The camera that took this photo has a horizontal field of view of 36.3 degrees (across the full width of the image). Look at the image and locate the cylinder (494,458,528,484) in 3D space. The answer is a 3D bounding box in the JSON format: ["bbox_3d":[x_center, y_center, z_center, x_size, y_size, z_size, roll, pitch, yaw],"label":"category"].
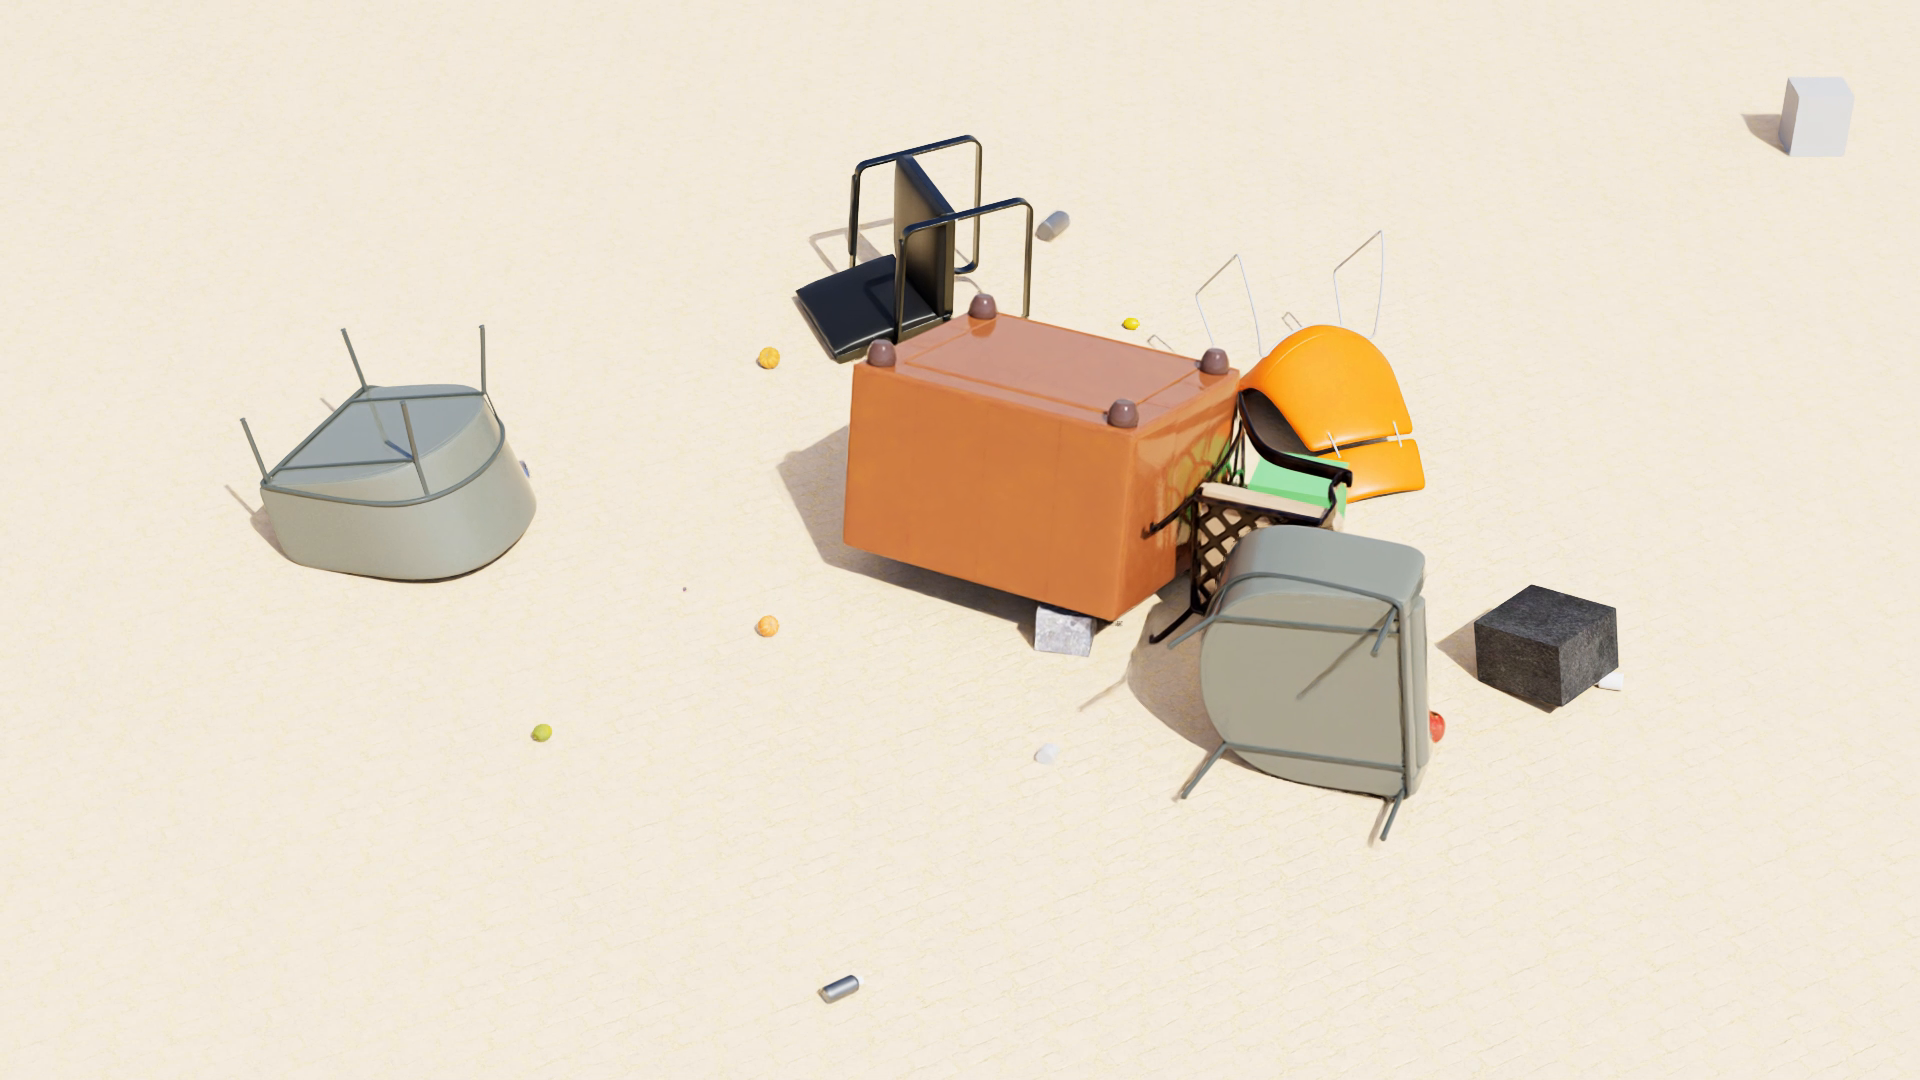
[{"bbox_3d":[-1.730,-0.262,11.299,0.118,0.046,0.121,9,38,-24],"label":"cylinder"}]

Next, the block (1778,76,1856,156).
[{"bbox_3d":[3.989,-1.972,13.662,0.255,0.303,0.223,0,33,-1],"label":"block"}]

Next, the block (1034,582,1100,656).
[{"bbox_3d":[0.379,0.278,10.368,0.193,0.162,0.200,7,33,8],"label":"block"}]

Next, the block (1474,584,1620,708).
[{"bbox_3d":[2.026,0.361,10.127,0.334,0.231,0.353,-29,32,-36],"label":"block"}]

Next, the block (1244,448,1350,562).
[{"bbox_3d":[1.251,-0.129,10.887,0.321,0.278,0.260,10,35,15],"label":"block"}]

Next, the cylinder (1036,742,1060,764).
[{"bbox_3d":[0.294,0.716,9.811,0.062,0.051,0.056,0,29,28],"label":"cylinder"}]
